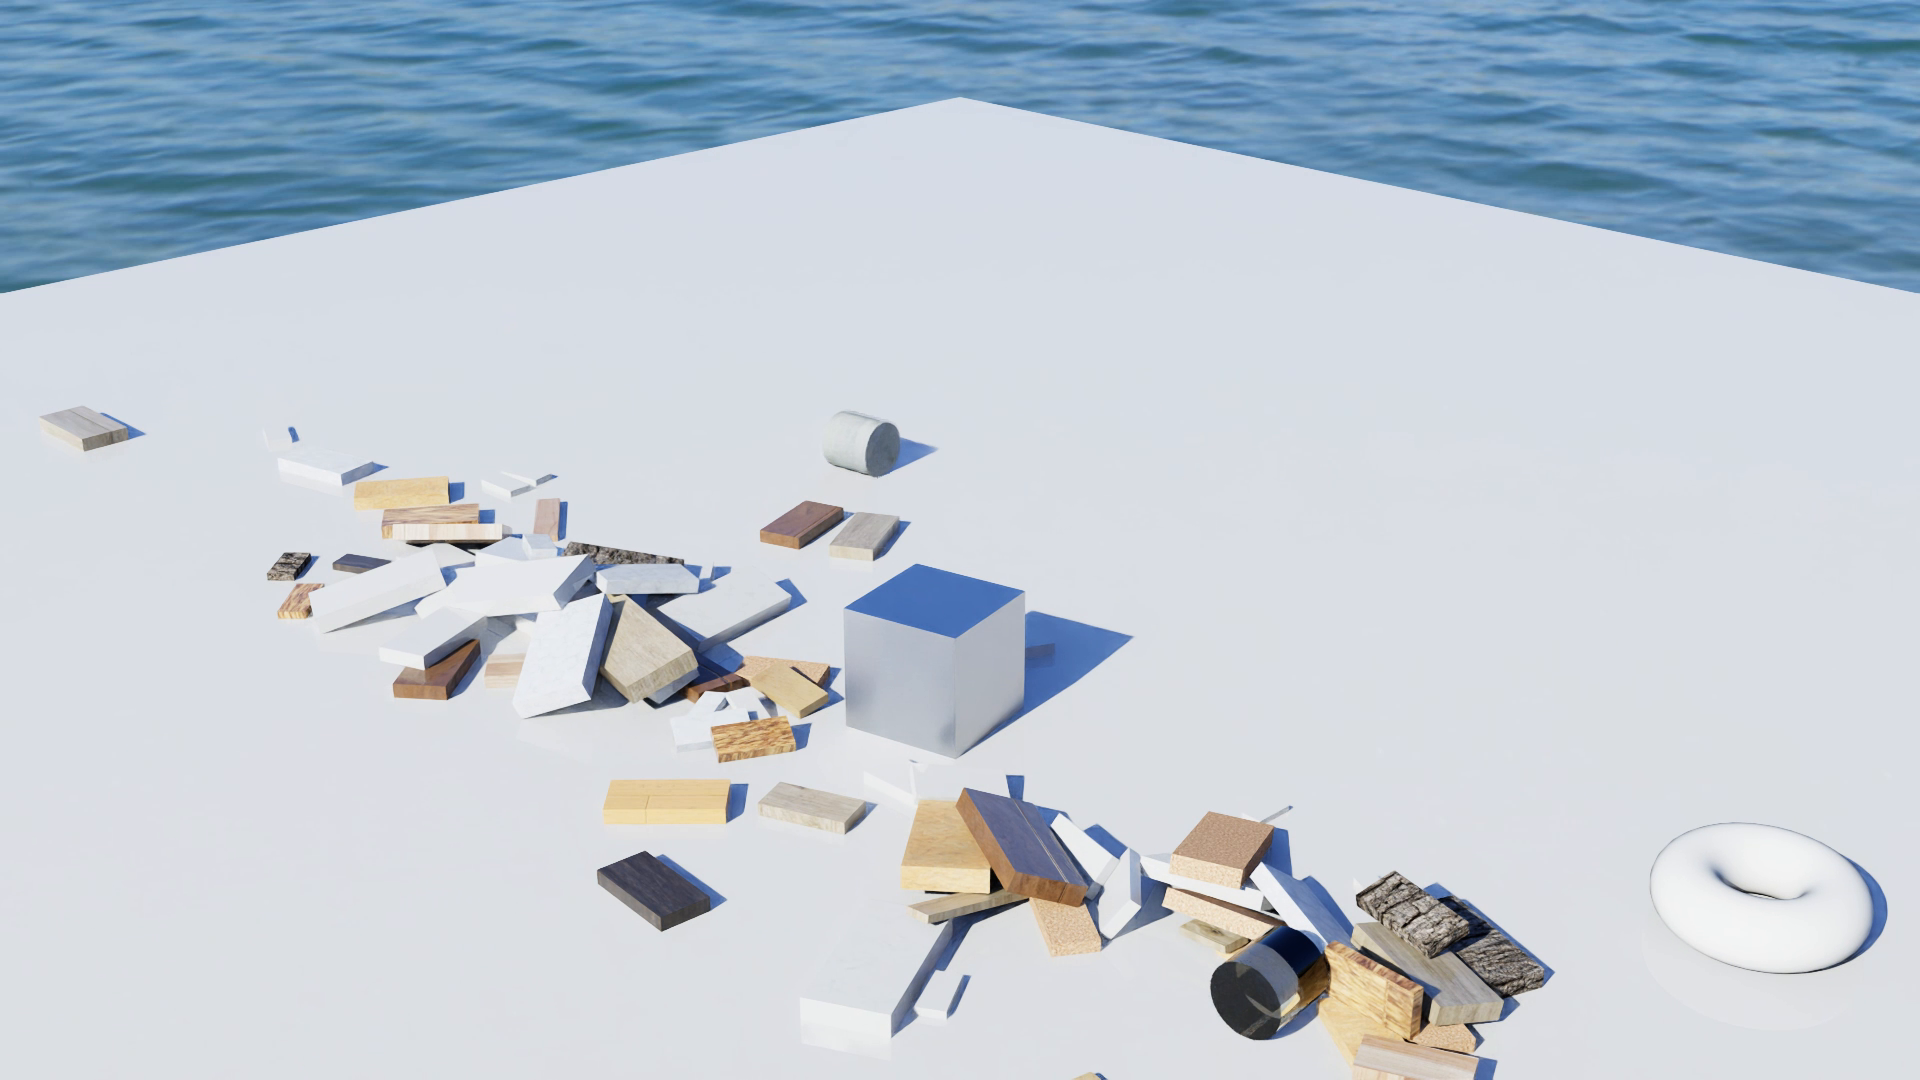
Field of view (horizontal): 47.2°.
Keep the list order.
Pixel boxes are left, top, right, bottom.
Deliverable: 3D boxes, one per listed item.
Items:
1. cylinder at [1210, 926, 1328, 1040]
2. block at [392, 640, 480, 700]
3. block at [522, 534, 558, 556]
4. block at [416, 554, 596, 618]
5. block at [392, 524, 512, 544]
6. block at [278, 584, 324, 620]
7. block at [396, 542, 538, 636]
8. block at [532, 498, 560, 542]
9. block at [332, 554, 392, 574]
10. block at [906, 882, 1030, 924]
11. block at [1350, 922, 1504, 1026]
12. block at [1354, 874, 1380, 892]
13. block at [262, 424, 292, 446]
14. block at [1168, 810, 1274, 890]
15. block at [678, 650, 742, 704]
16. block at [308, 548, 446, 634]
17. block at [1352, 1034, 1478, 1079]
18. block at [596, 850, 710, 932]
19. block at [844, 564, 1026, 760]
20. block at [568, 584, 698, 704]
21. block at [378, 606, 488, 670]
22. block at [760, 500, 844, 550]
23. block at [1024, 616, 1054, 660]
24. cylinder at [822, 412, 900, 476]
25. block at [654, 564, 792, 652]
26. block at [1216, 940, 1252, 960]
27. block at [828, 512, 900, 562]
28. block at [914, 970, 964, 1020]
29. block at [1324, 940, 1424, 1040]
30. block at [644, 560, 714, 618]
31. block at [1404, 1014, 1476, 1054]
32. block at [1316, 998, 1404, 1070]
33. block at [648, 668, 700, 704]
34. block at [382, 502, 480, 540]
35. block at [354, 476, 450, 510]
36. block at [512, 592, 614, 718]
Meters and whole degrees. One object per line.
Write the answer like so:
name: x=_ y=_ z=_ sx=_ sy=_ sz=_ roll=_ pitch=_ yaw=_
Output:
cylinder: x=0.532 y=0.761 z=3.783 sx=0.145 sy=0.145 sz=0.145 roll=19 pitch=29 yaw=37
block: x=-1.194 y=0.292 z=5.027 sx=0.122 sy=0.035 sz=0.245 roll=3 pitch=23 yaw=6
block: x=-1.056 y=0.013 z=5.528 sx=0.064 sy=0.018 sz=0.129 roll=1 pitch=17 yaw=-21
block: x=-1.080 y=0.116 z=5.213 sx=0.449 sy=0.044 sz=0.156 roll=-6 pitch=33 yaw=33
block: x=-1.308 y=-0.016 z=5.674 sx=0.277 sy=0.039 sz=0.139 roll=0 pitch=-4 yaw=-1
block: x=-1.613 y=0.149 z=5.385 sx=0.068 sy=0.019 sz=0.169 roll=0 pitch=23 yaw=0
block: x=-1.167 y=0.118 z=5.432 sx=0.584 sy=0.039 sz=0.139 roll=20 pitch=30 yaw=39
block: x=-1.101 y=-0.053 z=5.863 sx=0.064 sy=0.018 sz=0.262 roll=-3 pitch=23 yaw=-7
block: x=-1.519 y=0.064 z=5.587 sx=0.132 sy=0.019 sz=0.066 roll=8 pitch=24 yaw=19
block: x=0.026 y=0.669 z=4.082 sx=0.287 sy=0.017 sz=0.058 roll=-6 pitch=14 yaw=-43
block: x=0.816 y=0.755 z=3.856 sx=0.134 sy=0.038 sz=0.268 roll=1 pitch=22 yaw=-25
block: x=0.789 y=0.666 z=4.174 sx=0.046 sy=0.013 sz=0.093 roll=-7 pitch=24 yaw=-15
block: x=-2.008 y=-0.310 z=6.468 sx=0.066 sy=0.019 sz=0.132 roll=-9 pitch=25 yaw=-21
block: x=0.503 y=0.589 z=4.198 sx=0.134 sy=0.038 sz=0.344 roll=11 pitch=10 yaw=16
block: x=-0.630 y=0.297 z=5.019 sx=0.116 sy=0.033 sz=0.294 roll=-18 pitch=29 yaw=-36
block: x=-1.410 y=0.122 z=5.322 sx=0.312 sy=0.044 sz=0.156 roll=-21 pitch=28 yaw=-12
block: x=0.747 y=0.867 z=3.609 sx=0.189 sy=0.027 sz=0.095 roll=9 pitch=25 yaw=20
block: x=-0.581 y=0.662 z=4.160 sx=0.110 sy=0.031 sz=0.220 roll=-18 pitch=29 yaw=-37
block: x=-0.054 y=0.259 z=4.788 sx=0.284 sy=0.284 sz=0.284 roll=14 pitch=27 yaw=29
block: x=-0.781 y=0.224 z=5.024 sx=0.168 sy=0.048 sz=0.493 roll=-31 pitch=32 yaw=-20
block: x=-1.219 y=0.225 z=5.097 sx=0.122 sy=0.035 sz=0.245 roll=10 pitch=25 yaw=22
block: x=-0.417 y=-0.041 z=5.815 sx=0.117 sy=0.033 sz=0.235 roll=11 pitch=25 yaw=25
block: x=0.138 y=0.224 z=5.197 sx=0.099 sy=0.028 sz=0.199 roll=-9 pitch=25 yaw=-20
cylinder: x=-0.279 y=-0.271 z=6.200 sx=0.157 sy=0.157 sz=0.157 roll=17 pitch=28 yaw=34
block: x=-0.565 y=0.163 z=5.262 sx=0.143 sy=0.041 sz=0.324 roll=36 pitch=37 yaw=22
block: x=0.525 y=0.751 z=3.969 sx=0.058 sy=0.017 sz=0.117 roll=-20 pitch=30 yaw=-39
block: x=-0.248 y=-0.010 z=5.742 sx=0.117 sy=0.033 sz=0.235 roll=6 pitch=24 yaw=14
block: x=-0.037 y=0.797 z=3.860 sx=0.058 sy=0.017 sz=0.117 roll=6 pitch=24 yaw=13
block: x=0.703 y=0.768 z=3.756 sx=0.027 sy=0.095 sz=0.189 roll=-19 pitch=30 yaw=-38
block: x=-0.688 y=0.124 z=5.416 sx=0.143 sy=0.041 sz=0.286 roll=-1 pitch=23 yaw=-1
block: x=0.793 y=0.821 z=3.788 sx=0.101 sy=0.029 sz=0.202 roll=-7 pitch=24 yaw=-15
block: x=0.705 y=0.872 z=3.668 sx=0.101 sy=0.029 sz=0.354 roll=-5 pitch=23 yaw=-11
block: x=-0.705 y=0.287 z=4.975 sx=0.116 sy=0.033 sz=0.232 roll=-36 pitch=38 yaw=-27
block: x=-1.403 y=-0.051 z=5.836 sx=0.248 sy=0.035 sz=0.124 roll=-4 pitch=23 yaw=-9
block: x=-1.526 y=-0.128 z=6.018 sx=0.248 sy=0.035 sz=0.124 roll=-4 pitch=23 yaw=-10
block: x=-0.889 y=0.257 z=4.941 sx=0.168 sy=0.048 sz=0.337 roll=-16 pitch=33 yaw=12
